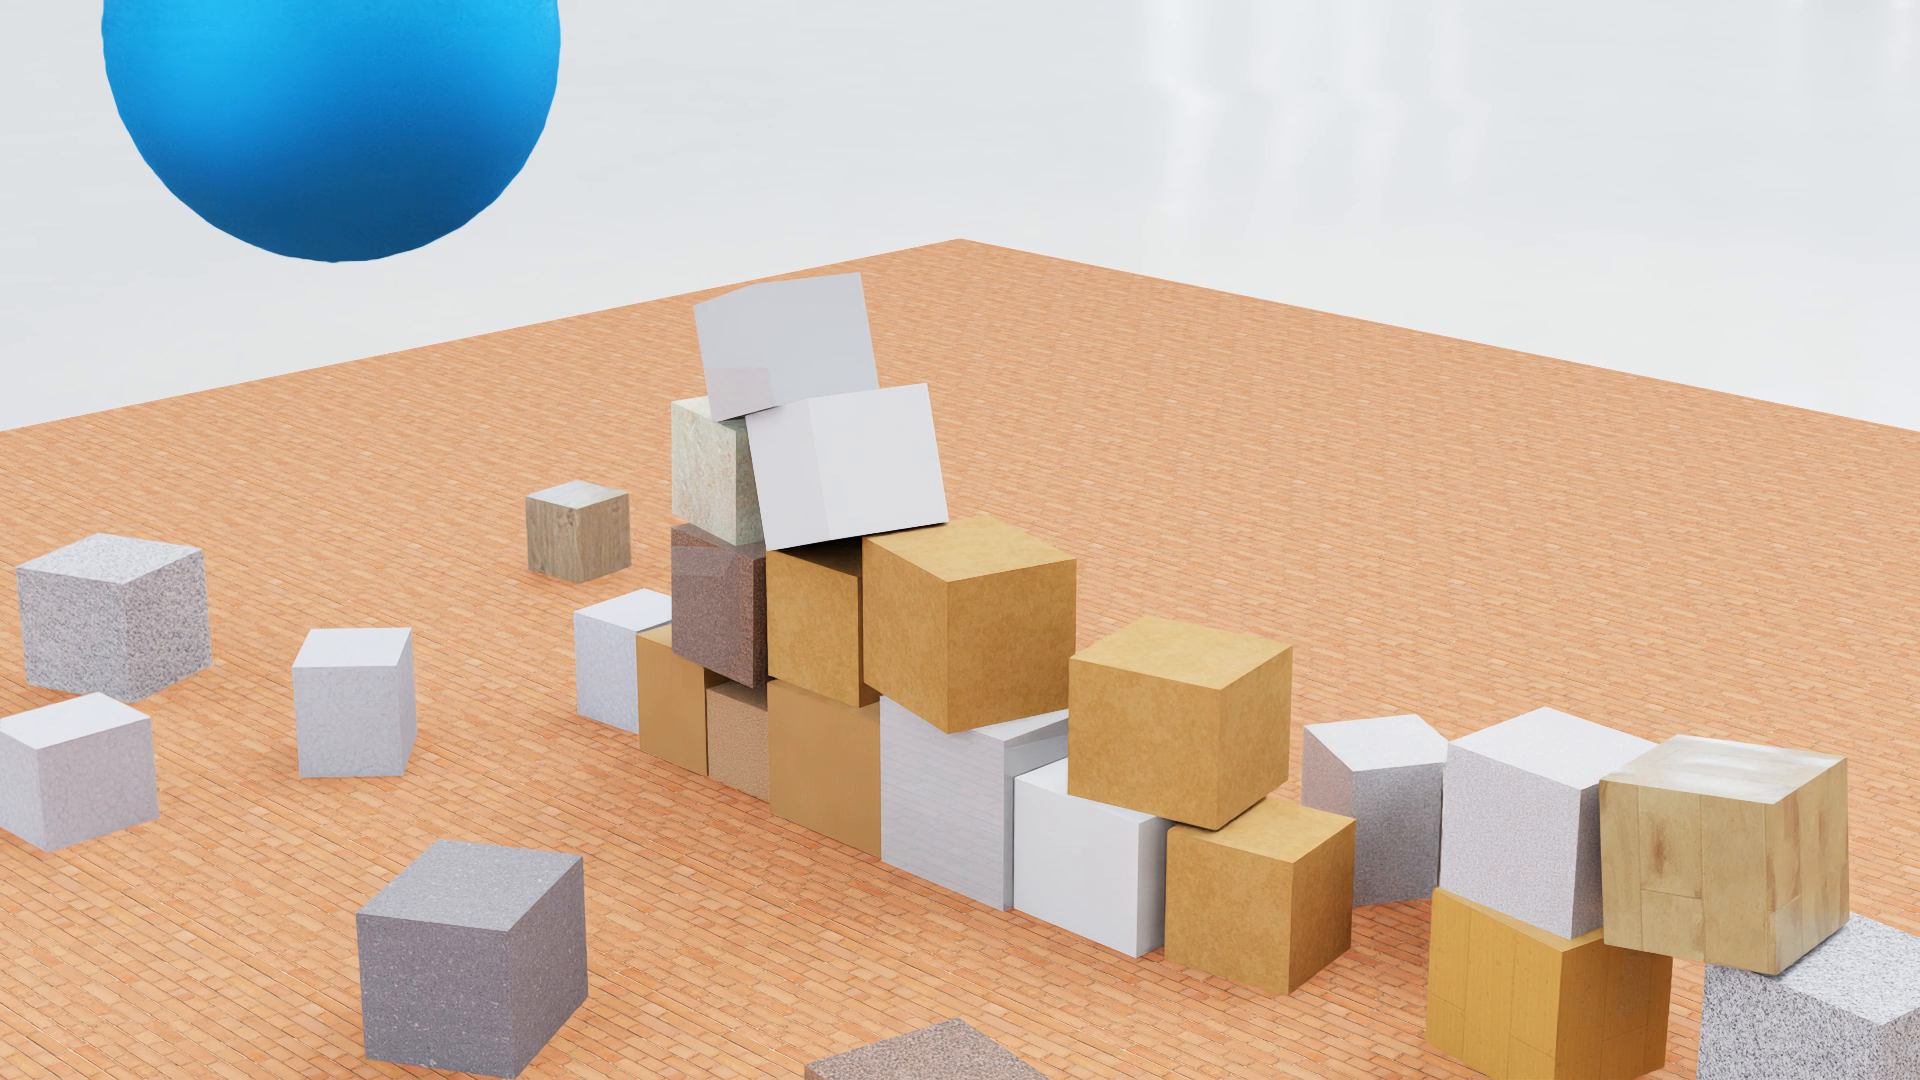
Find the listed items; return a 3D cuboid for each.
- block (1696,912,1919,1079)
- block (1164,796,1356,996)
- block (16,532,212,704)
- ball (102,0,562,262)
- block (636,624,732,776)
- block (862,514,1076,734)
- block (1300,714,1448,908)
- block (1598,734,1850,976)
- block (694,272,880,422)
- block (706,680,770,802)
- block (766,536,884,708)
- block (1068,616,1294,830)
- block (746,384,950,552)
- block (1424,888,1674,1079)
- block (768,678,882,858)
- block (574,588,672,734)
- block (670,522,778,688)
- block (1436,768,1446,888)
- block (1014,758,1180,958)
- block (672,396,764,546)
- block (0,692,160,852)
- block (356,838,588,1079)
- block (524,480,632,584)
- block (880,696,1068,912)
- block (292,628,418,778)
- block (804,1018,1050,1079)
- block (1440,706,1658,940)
[{"bbox_3d":[3.295,1.921,10.950,0.732,0.769,0.753,-14,22,-37],"label":"block"},{"bbox_3d":[1.286,1.500,12.567,0.602,0.603,0.565,12,21,33],"label":"block"},{"bbox_3d":[-4.583,0.415,15.909,0.713,0.670,0.672,8,19,23],"label":"block"},{"bbox_3d":[-2.226,-1.791,10.445,1.600,1.600,1.600,0,17,0],"label":"ball"},{"bbox_3d":[-1.226,0.760,14.894,0.526,0.619,0.628,17,24,42],"label":"block"},{"bbox_3d":[0.037,0.369,13.279,0.665,0.706,0.769,-10,20,-29],"label":"block"},{"bbox_3d":[1.922,1.226,13.351,0.557,0.656,0.584,-5,18,-15],"label":"block"},{"bbox_3d":[2.875,1.167,11.016,0.690,0.649,0.642,6,16,40],"label":"block"},{"bbox_3d":[-0.822,-0.903,13.819,0.560,0.567,0.665,-10,0,-30],"label":"block"},{"bbox_3d":[-0.863,0.956,14.528,0.548,0.465,0.545,-17,24,-42],"label":"block"},{"bbox_3d":[-0.490,0.349,13.946,0.578,0.641,0.637,-17,24,-42],"label":"block"},{"bbox_3d":[0.956,0.779,12.722,0.730,0.631,0.673,11,21,31],"label":"block"},{"bbox_3d":[-0.532,-0.335,13.652,0.613,0.645,0.704,-9,0,-28],"label":"block"},{"bbox_3d":[2.344,1.744,11.675,0.632,0.673,0.705,-12,21,-33],"label":"block"},{"bbox_3d":[-0.364,0.999,14.056,0.770,0.666,0.797,-17,24,-42],"label":"block"},{"bbox_3d":[-1.667,0.633,15.385,0.477,0.568,0.507,14,23,38],"label":"block"},{"bbox_3d":[-0.946,0.254,14.402,0.701,0.653,0.627,-16,25,-41],"label":"block"},{"bbox_3d":[2.362,1.436,12.672,0.578,0.662,0.696,3,18,9],"label":"block"},{"bbox_3d":[0.741,1.351,13.001,0.728,0.627,0.686,17,24,42],"label":"block"},{"bbox_3d":[-1.017,-0.371,14.328,0.557,0.573,0.589,-12,23,-35],"label":"block"},{"bbox_3d":[-4.228,1.100,13.982,0.485,0.517,0.594,17,24,42],"label":"block"},{"bbox_3d":[-1.967,1.688,11.906,0.646,0.639,0.764,5,18,15],"label":"block"},{"bbox_3d":[-2.307,-0.052,17.731,0.442,0.467,0.437,13,22,36],"label":"block"},{"bbox_3d":[0.207,1.098,13.495,0.828,0.814,0.788,-17,24,-42],"label":"block"},{"bbox_3d":[-3.043,0.814,14.780,0.510,0.584,0.572,-1,17,-3],"label":"block"},{"bbox_3d":[-0.083,2.184,10.344,0.657,0.631,0.696,-11,21,-32],"label":"block"},{"bbox_3d":[2.355,1.104,11.555,0.609,0.620,0.646,-15,23,-39],"label":"block"}]
